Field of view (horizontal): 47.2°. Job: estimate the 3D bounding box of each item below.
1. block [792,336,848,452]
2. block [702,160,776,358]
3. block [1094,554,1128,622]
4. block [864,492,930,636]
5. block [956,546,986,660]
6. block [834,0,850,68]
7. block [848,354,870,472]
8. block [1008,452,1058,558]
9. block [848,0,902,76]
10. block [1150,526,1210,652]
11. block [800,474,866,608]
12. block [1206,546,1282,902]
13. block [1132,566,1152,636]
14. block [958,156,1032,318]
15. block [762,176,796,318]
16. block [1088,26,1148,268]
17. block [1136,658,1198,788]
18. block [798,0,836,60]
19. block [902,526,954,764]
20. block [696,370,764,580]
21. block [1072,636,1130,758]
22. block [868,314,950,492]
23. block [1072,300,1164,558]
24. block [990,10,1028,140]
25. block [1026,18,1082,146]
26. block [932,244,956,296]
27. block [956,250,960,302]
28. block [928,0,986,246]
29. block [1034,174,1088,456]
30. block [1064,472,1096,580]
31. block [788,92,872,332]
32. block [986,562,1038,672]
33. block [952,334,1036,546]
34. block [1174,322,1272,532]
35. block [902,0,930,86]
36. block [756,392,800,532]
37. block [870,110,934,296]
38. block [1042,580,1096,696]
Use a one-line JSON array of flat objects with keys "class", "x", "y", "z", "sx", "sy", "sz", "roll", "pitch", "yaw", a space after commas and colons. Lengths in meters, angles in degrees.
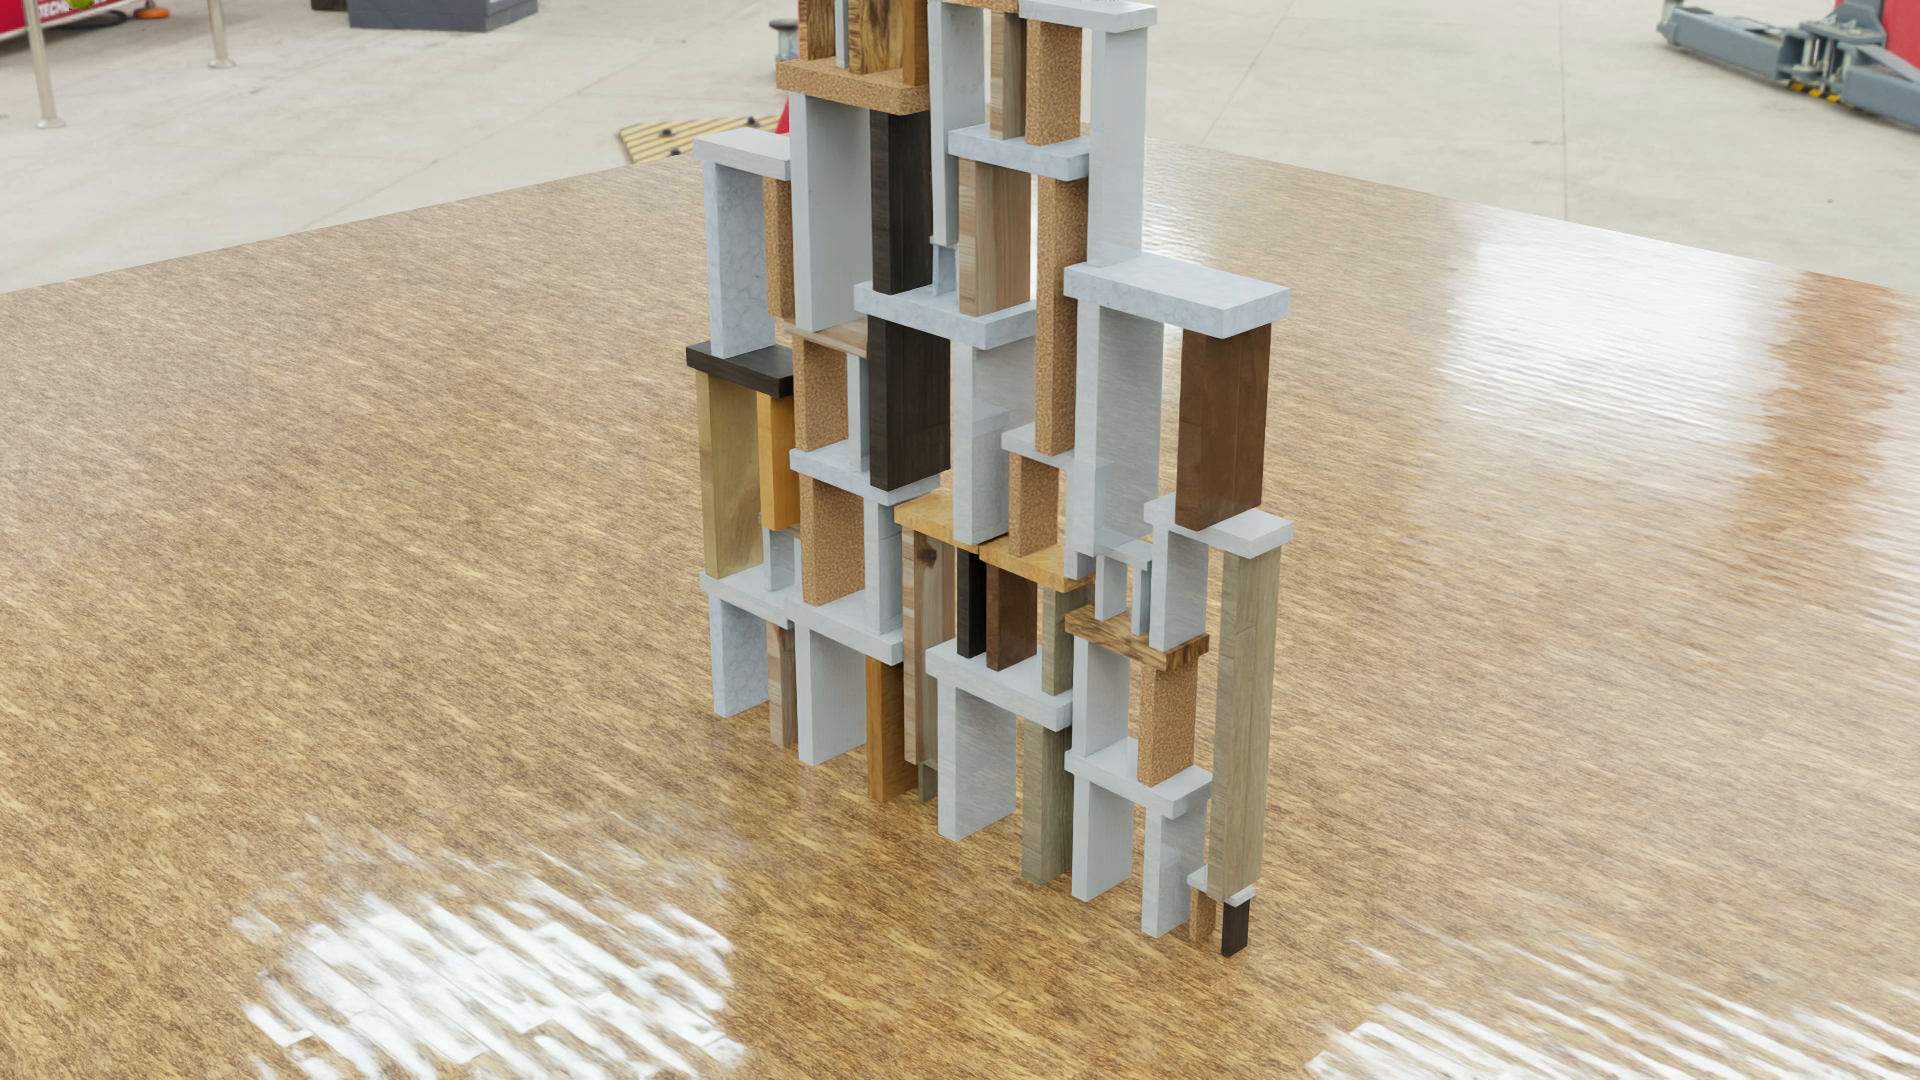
[{"class": "block", "x": -0.277, "y": -0.305, "z": 4.400, "sx": 0.034, "sy": 0.238, "sz": 0.119, "roll": 21, "pitch": 31, "yaw": 40}, {"class": "block", "x": -0.447, "y": -0.580, "z": 4.465, "sx": 0.039, "sy": 0.406, "sz": 0.139, "roll": 21, "pitch": 31, "yaw": 41}, {"class": "block", "x": 0.272, "y": 0.076, "z": 3.956, "sx": 0.018, "sy": 0.130, "sz": 0.065, "roll": 21, "pitch": 31, "yaw": 41}, {"class": "block", "x": -0.123, "y": 0.034, "z": 4.374, "sx": 0.040, "sy": 0.285, "sz": 0.143, "roll": 21, "pitch": 31, "yaw": 41}, {"class": "block", "x": 0.045, "y": 0.105, "z": 4.218, "sx": 0.032, "sy": 0.225, "sz": 0.113, "roll": 21, "pitch": 31, "yaw": 41}, {"class": "block", "x": -0.194, "y": -0.948, "z": 4.039, "sx": 0.075, "sy": 0.150, "sz": 0.021, "roll": -21, "pitch": 31, "yaw": -41}, {"class": "block", "x": -0.164, "y": -0.261, "z": 4.297, "sx": 0.034, "sy": 0.238, "sz": 0.119, "roll": 21, "pitch": 31, "yaw": 40}, {"class": "block", "x": 0.136, "y": -0.078, "z": 4.045, "sx": 0.102, "sy": 0.203, "sz": 0.029, "roll": -21, "pitch": 31, "yaw": -40}, {"class": "block", "x": -0.153, "y": -0.956, "z": 3.980, "sx": 0.105, "sy": 0.211, "sz": 0.030, "roll": -21, "pitch": 31, "yaw": -41}, {"class": "block", "x": 0.384, "y": 0.069, "z": 3.842, "sx": 0.033, "sy": 0.231, "sz": 0.116, "roll": 21, "pitch": 31, "yaw": 41}, {"class": "block", "x": -0.258, "y": -0.018, "z": 4.497, "sx": 0.040, "sy": 0.285, "sz": 0.143, "roll": 21, "pitch": 31, "yaw": 41}, {"class": "block", "x": 0.493, "y": 0.315, "z": 3.828, "sx": 0.116, "sy": 0.673, "sz": 0.033, "roll": -21, "pitch": 31, "yaw": -41}, {"class": "block", "x": 0.334, "y": 0.099, "z": 3.900, "sx": 0.018, "sy": 0.130, "sz": 0.065, "roll": 21, "pitch": 31, "yaw": 41}, {"class": "block", "x": 0.063, "y": -0.551, "z": 3.916, "sx": 0.142, "sy": 0.283, "sz": 0.040, "roll": -21, "pitch": 31, "yaw": -40}, {"class": "block", "x": -0.316, "y": -0.588, "z": 4.320, "sx": 0.039, "sy": 0.278, "sz": 0.139, "roll": 21, "pitch": 31, "yaw": 40}, {"class": "block", "x": 0.262, "y": -0.658, "z": 3.667, "sx": 0.105, "sy": 0.395, "sz": 0.030, "roll": -21, "pitch": 31, "yaw": -41}, {"class": "block", "x": 0.373, "y": 0.314, "z": 3.953, "sx": 0.034, "sy": 0.239, "sz": 0.119, "roll": 21, "pitch": 31, "yaw": 41}, {"class": "block", "x": -0.265, "y": -0.976, "z": 4.104, "sx": 0.021, "sy": 0.150, "sz": 0.075, "roll": 21, "pitch": 31, "yaw": 41}, {"class": "block", "x": -0.061, "y": 0.196, "z": 4.372, "sx": 0.032, "sy": 0.514, "sz": 0.112, "roll": 21, "pitch": 31, "yaw": 40}, {"class": "block", "x": -0.482, "y": -0.155, "z": 4.685, "sx": 0.042, "sy": 0.466, "sz": 0.147, "roll": 21, "pitch": 31, "yaw": 41}, {"class": "block", "x": 0.261, "y": 0.270, "z": 4.056, "sx": 0.034, "sy": 0.239, "sz": 0.119, "roll": 21, "pitch": 31, "yaw": 41}, {"class": "block", "x": -0.095, "y": -0.281, "z": 4.207, "sx": 0.049, "sy": 0.344, "sz": 0.172, "roll": 21, "pitch": 31, "yaw": 40}, {"class": "block", "x": 0.277, "y": -0.211, "z": 3.832, "sx": 0.049, "sy": 0.459, "sz": 0.171, "roll": 21, "pitch": 31, "yaw": 41}, {"class": "block", "x": 0.101, "y": -0.803, "z": 3.765, "sx": 0.109, "sy": 0.218, "sz": 0.031, "roll": -21, "pitch": 31, "yaw": -40}, {"class": "block", "x": 0.159, "y": -0.780, "z": 3.720, "sx": 0.030, "sy": 0.211, "sz": 0.105, "roll": 21, "pitch": 31, "yaw": 40}, {"class": "block", "x": -0.028, "y": -0.502, "z": 4.038, "sx": 0.014, "sy": 0.096, "sz": 0.048, "roll": 23, "pitch": 33, "yaw": 39}, {"class": "block", "x": 0.015, "y": -0.485, "z": 3.998, "sx": 0.014, "sy": 0.096, "sz": 0.048, "roll": 17, "pitch": 29, "yaw": 42}, {"class": "block", "x": -0.003, "y": -0.744, "z": 3.898, "sx": 0.031, "sy": 0.432, "sz": 0.109, "roll": 19, "pitch": 30, "yaw": 40}, {"class": "block", "x": 0.197, "y": -0.401, "z": 3.835, "sx": 0.142, "sy": 0.497, "sz": 0.040, "roll": -21, "pitch": 31, "yaw": -40}, {"class": "block", "x": 0.233, "y": -0.040, "z": 3.955, "sx": 0.029, "sy": 0.203, "sz": 0.102, "roll": 20, "pitch": 30, "yaw": 38}, {"class": "block", "x": -0.243, "y": -0.640, "z": 4.213, "sx": 0.048, "sy": 0.458, "sz": 0.168, "roll": 21, "pitch": 31, "yaw": 40}, {"class": "block", "x": 0.099, "y": 0.131, "z": 4.167, "sx": 0.031, "sy": 0.216, "sz": 0.108, "roll": 21, "pitch": 31, "yaw": 41}, {"class": "block", "x": 0.065, "y": -0.198, "z": 4.066, "sx": 0.049, "sy": 0.387, "sz": 0.172, "roll": 21, "pitch": 31, "yaw": 41}, {"class": "block", "x": 0.438, "y": -0.202, "z": 3.661, "sx": 0.171, "sy": 0.343, "sz": 0.049, "roll": -21, "pitch": 31, "yaw": -40}, {"class": "block", "x": -0.053, "y": -0.917, "z": 3.889, "sx": 0.105, "sy": 0.211, "sz": 0.030, "roll": -21, "pitch": 31, "yaw": -40}, {"class": "block", "x": -0.343, "y": -0.180, "z": 4.524, "sx": 0.042, "sy": 0.294, "sz": 0.147, "roll": 21, "pitch": 31, "yaw": 40}, {"class": "block", "x": -0.085, "y": -0.633, "z": 4.043, "sx": 0.168, "sy": 0.337, "sz": 0.048, "roll": -21, "pitch": 31, "yaw": -41}, {"class": "block", "x": 0.201, "y": 0.171, "z": 4.074, "sx": 0.108, "sy": 0.216, "sz": 0.031, "roll": -21, "pitch": 31, "yaw": -40}]
